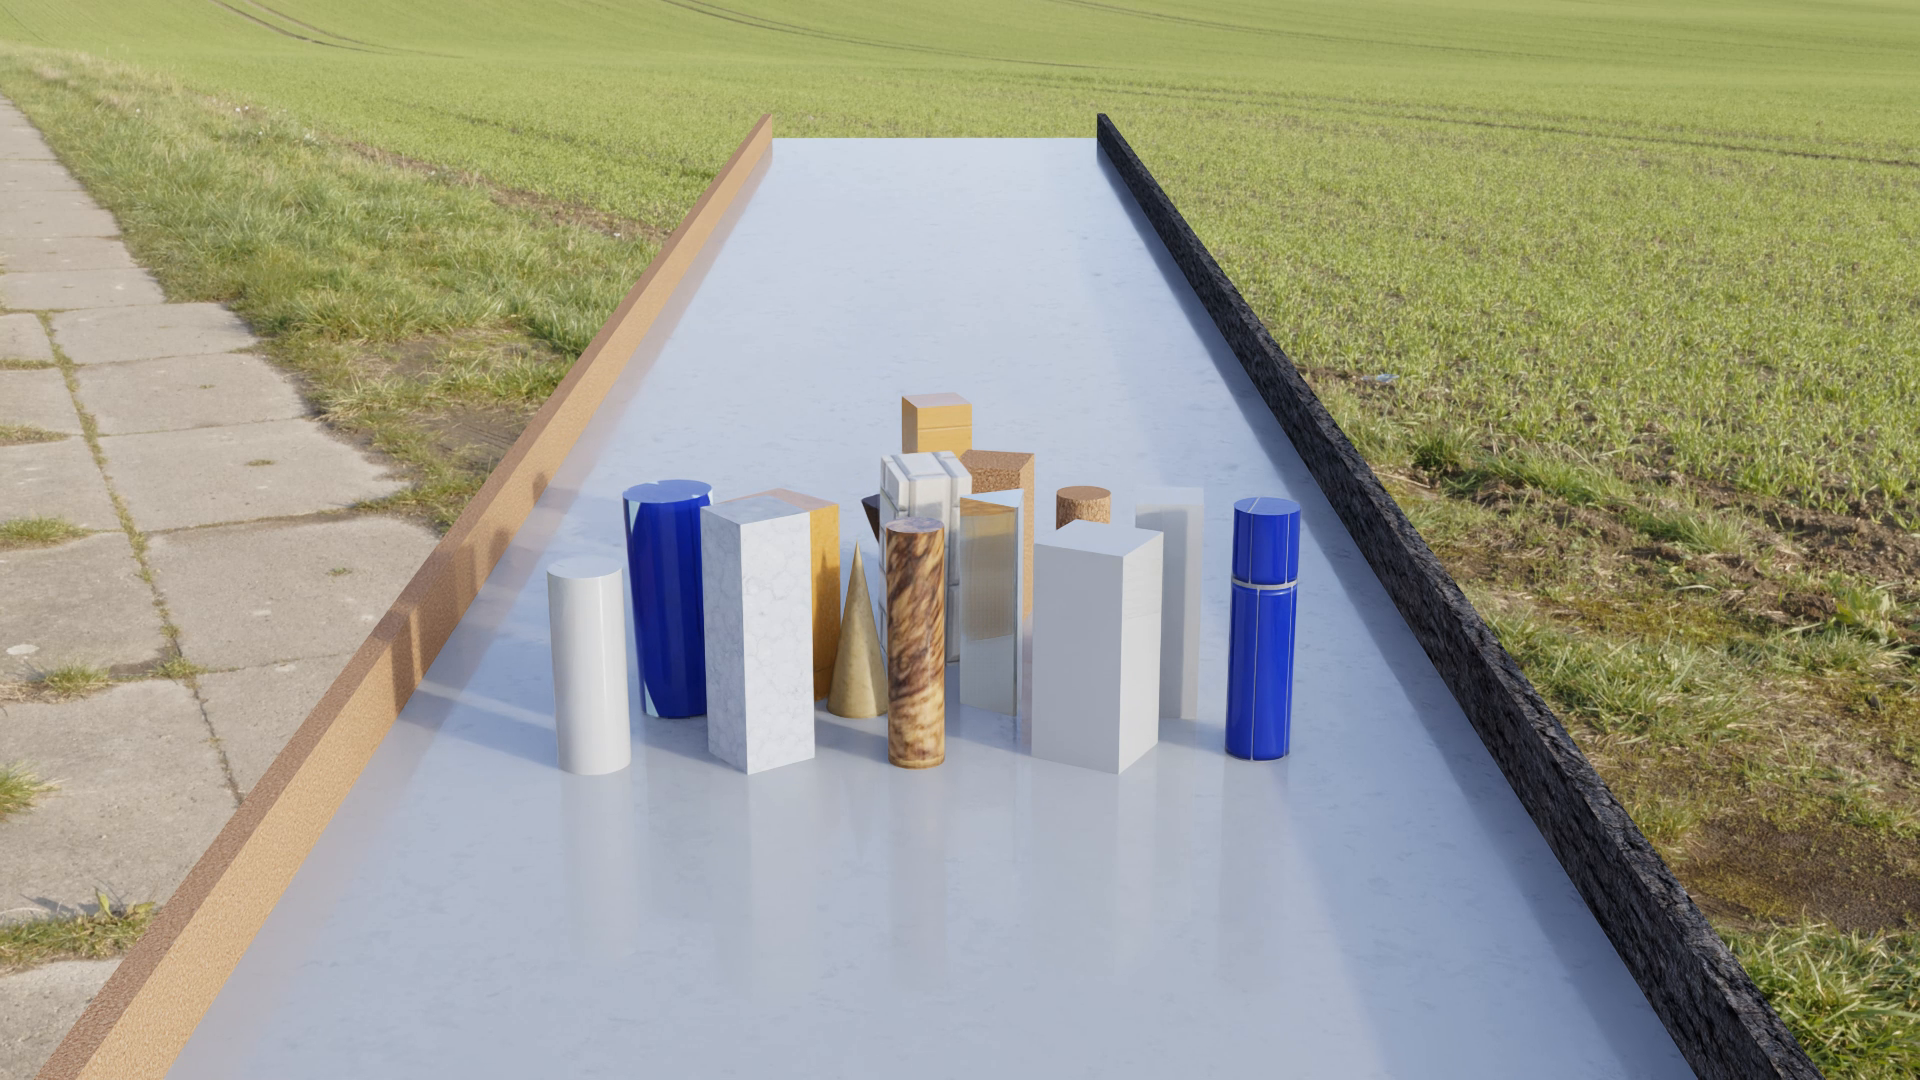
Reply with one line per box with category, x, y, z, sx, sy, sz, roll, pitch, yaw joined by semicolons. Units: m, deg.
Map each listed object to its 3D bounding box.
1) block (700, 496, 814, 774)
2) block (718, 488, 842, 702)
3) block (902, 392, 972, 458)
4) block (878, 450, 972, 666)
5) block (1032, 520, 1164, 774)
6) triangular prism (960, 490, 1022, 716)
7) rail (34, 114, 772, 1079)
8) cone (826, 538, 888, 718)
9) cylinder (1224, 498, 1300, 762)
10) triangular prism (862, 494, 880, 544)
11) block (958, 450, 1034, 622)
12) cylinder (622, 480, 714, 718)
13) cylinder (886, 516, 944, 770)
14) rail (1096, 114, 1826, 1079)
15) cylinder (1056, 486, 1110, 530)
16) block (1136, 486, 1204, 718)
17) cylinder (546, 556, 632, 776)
block;-0.356;0.165;3.873;0.138;0.455;0.138;-12;20;-34
block;-0.345;0.114;4.181;0.167;0.378;0.167;15;22;42
block;-0.051;-0.106;4.854;0.123;0.416;0.123;-5;17;-17
block;-0.073;0.041;4.357;0.144;0.403;0.144;-5;24;-16
block;0.243;0.187;3.900;0.171;0.399;0.171;9;19;27
triangular prism;0.084;0.112;4.137;0.128;0.407;0.111;12;20;34
rail;-1.118;-0.838;7.780;0.050;0.150;12.000;0;17;-1
cone;-0.190;0.156;4.117;0.125;0.334;0.125;0;17;0
cylinder;0.534;0.160;3.889;0.116;0.456;0.116;0;17;0
triangular prism;-0.086;0.041;4.514;0.095;0.312;0.110;-30;27;-19
block;0.069;-0.003;4.638;0.146;0.342;0.146;4;17;13
cylinder;-0.532;0.109;4.119;0.165;0.416;0.165;-2;16;1
cylinder;-0.077;0.182;3.855;0.101;0.433;0.101;0;17;0
rail;0.932;-0.844;7.801;0.050;0.150;12.000;0;17;-1
cylinder;0.243;0.073;4.377;0.108;0.345;0.108;0;17;0
block;0.386;0.116;4.108;0.123;0.415;0.123;1;17;4
cylinder;-0.649;0.220;3.855;0.130;0.361;0.130;0;17;0
